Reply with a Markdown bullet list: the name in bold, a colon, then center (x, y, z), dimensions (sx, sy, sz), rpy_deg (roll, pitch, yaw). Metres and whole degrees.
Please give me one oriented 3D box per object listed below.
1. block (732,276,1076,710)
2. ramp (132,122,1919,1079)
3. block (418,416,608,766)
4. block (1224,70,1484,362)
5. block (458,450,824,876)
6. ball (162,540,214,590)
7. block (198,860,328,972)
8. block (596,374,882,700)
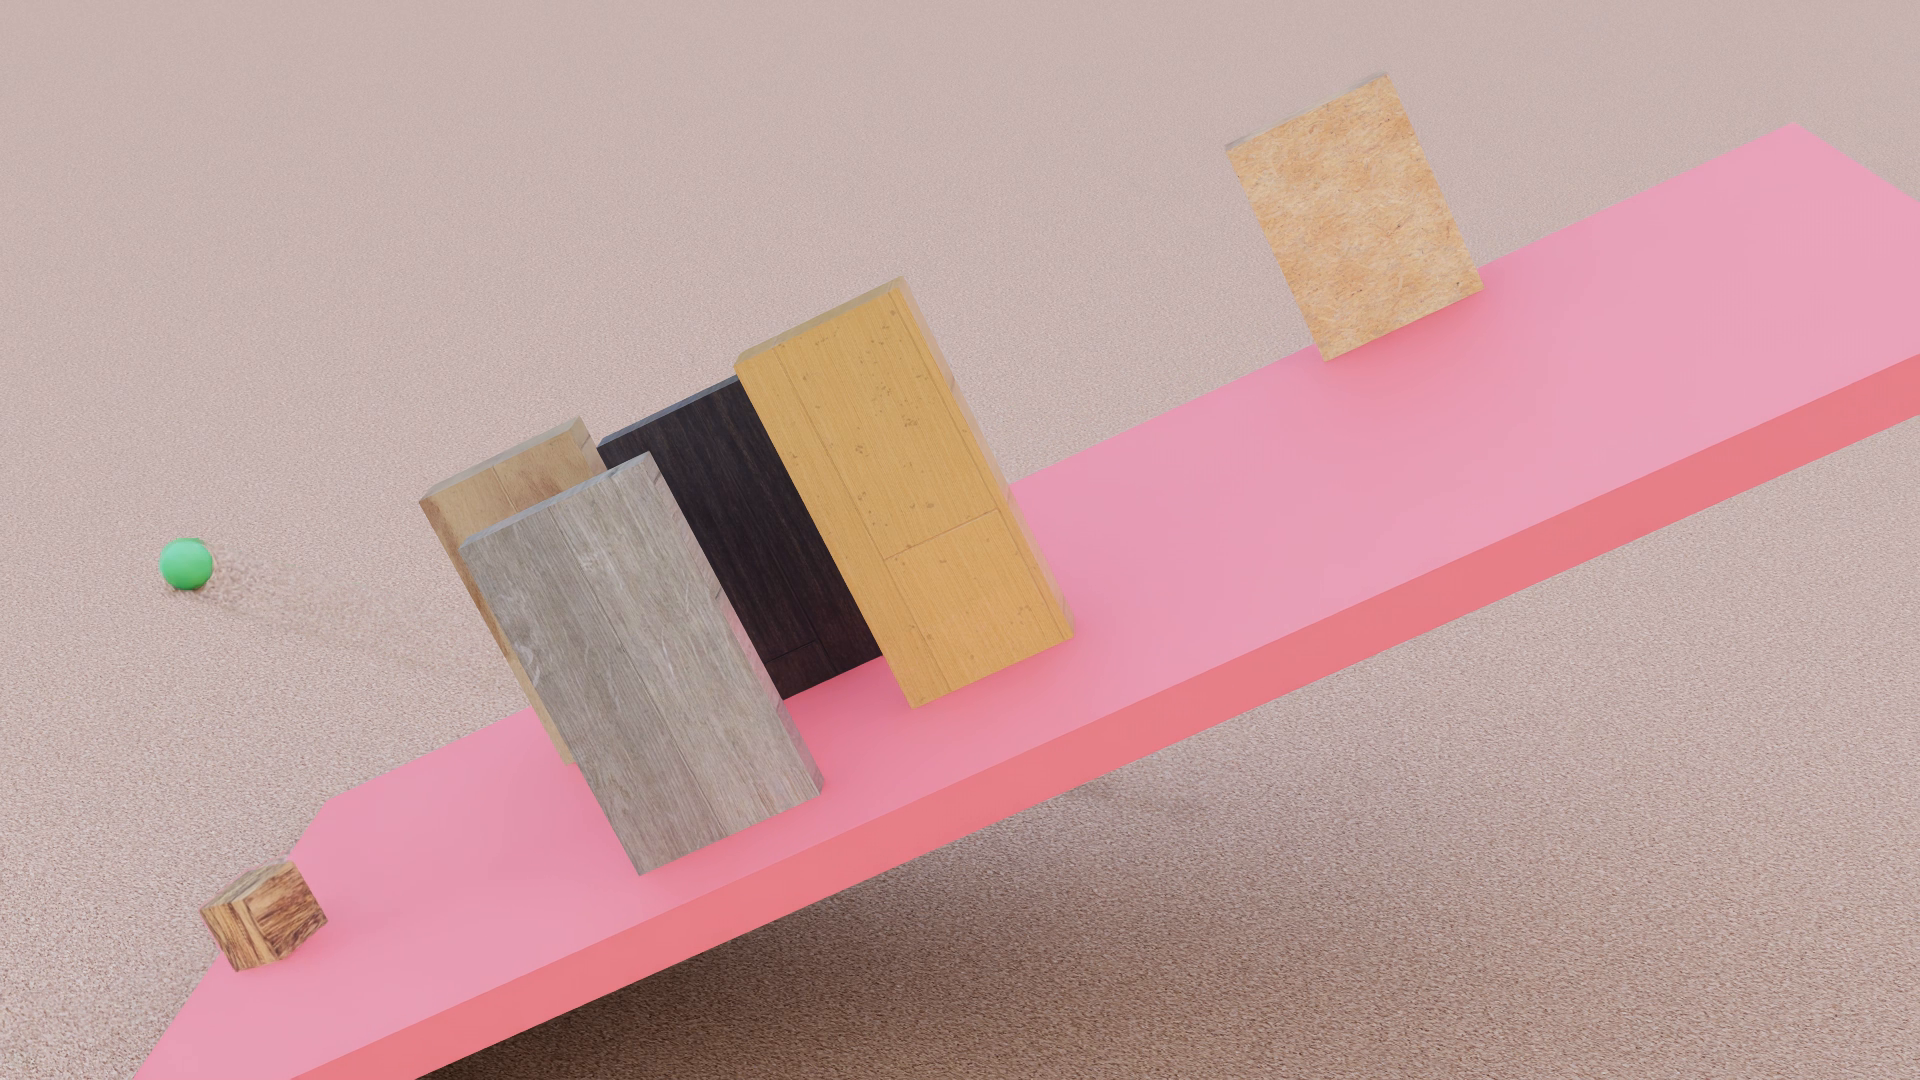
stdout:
- **block**: center (-0.104, -0.090, 5.810), dimensions (0.359, 0.778, 0.124), rpy_deg (-25, 14, 10)
- **ramp**: center (0.138, 0.168, 6.281), dimensions (4.000, 0.100, 2.000), rpy_deg (-25, 14, 10)
- **block**: center (-0.882, 0.118, 6.697), dimensions (0.386, 0.696, 0.135), rpy_deg (-25, 14, 10)
- **block**: center (0.916, -0.751, 6.831), dimensions (0.406, 0.550, 0.092), rpy_deg (-25, 14, 10)
- **block**: center (-0.604, 0.242, 5.626), dimensions (0.396, 0.731, 0.086), rpy_deg (-25, 14, 10)
- **ball**: center (-2.523, 0.082, 9.601), dimensions (0.164, 0.164, 0.164), rpy_deg (0, 16, 0)
- **block**: center (-1.524, 0.823, 6.439), dimensions (0.161, 0.161, 0.161), rpy_deg (-17, 17, 37)
- **block**: center (-0.450, 0.006, 6.336), dimensions (0.383, 0.675, 0.087), rpy_deg (-25, 14, 10)
